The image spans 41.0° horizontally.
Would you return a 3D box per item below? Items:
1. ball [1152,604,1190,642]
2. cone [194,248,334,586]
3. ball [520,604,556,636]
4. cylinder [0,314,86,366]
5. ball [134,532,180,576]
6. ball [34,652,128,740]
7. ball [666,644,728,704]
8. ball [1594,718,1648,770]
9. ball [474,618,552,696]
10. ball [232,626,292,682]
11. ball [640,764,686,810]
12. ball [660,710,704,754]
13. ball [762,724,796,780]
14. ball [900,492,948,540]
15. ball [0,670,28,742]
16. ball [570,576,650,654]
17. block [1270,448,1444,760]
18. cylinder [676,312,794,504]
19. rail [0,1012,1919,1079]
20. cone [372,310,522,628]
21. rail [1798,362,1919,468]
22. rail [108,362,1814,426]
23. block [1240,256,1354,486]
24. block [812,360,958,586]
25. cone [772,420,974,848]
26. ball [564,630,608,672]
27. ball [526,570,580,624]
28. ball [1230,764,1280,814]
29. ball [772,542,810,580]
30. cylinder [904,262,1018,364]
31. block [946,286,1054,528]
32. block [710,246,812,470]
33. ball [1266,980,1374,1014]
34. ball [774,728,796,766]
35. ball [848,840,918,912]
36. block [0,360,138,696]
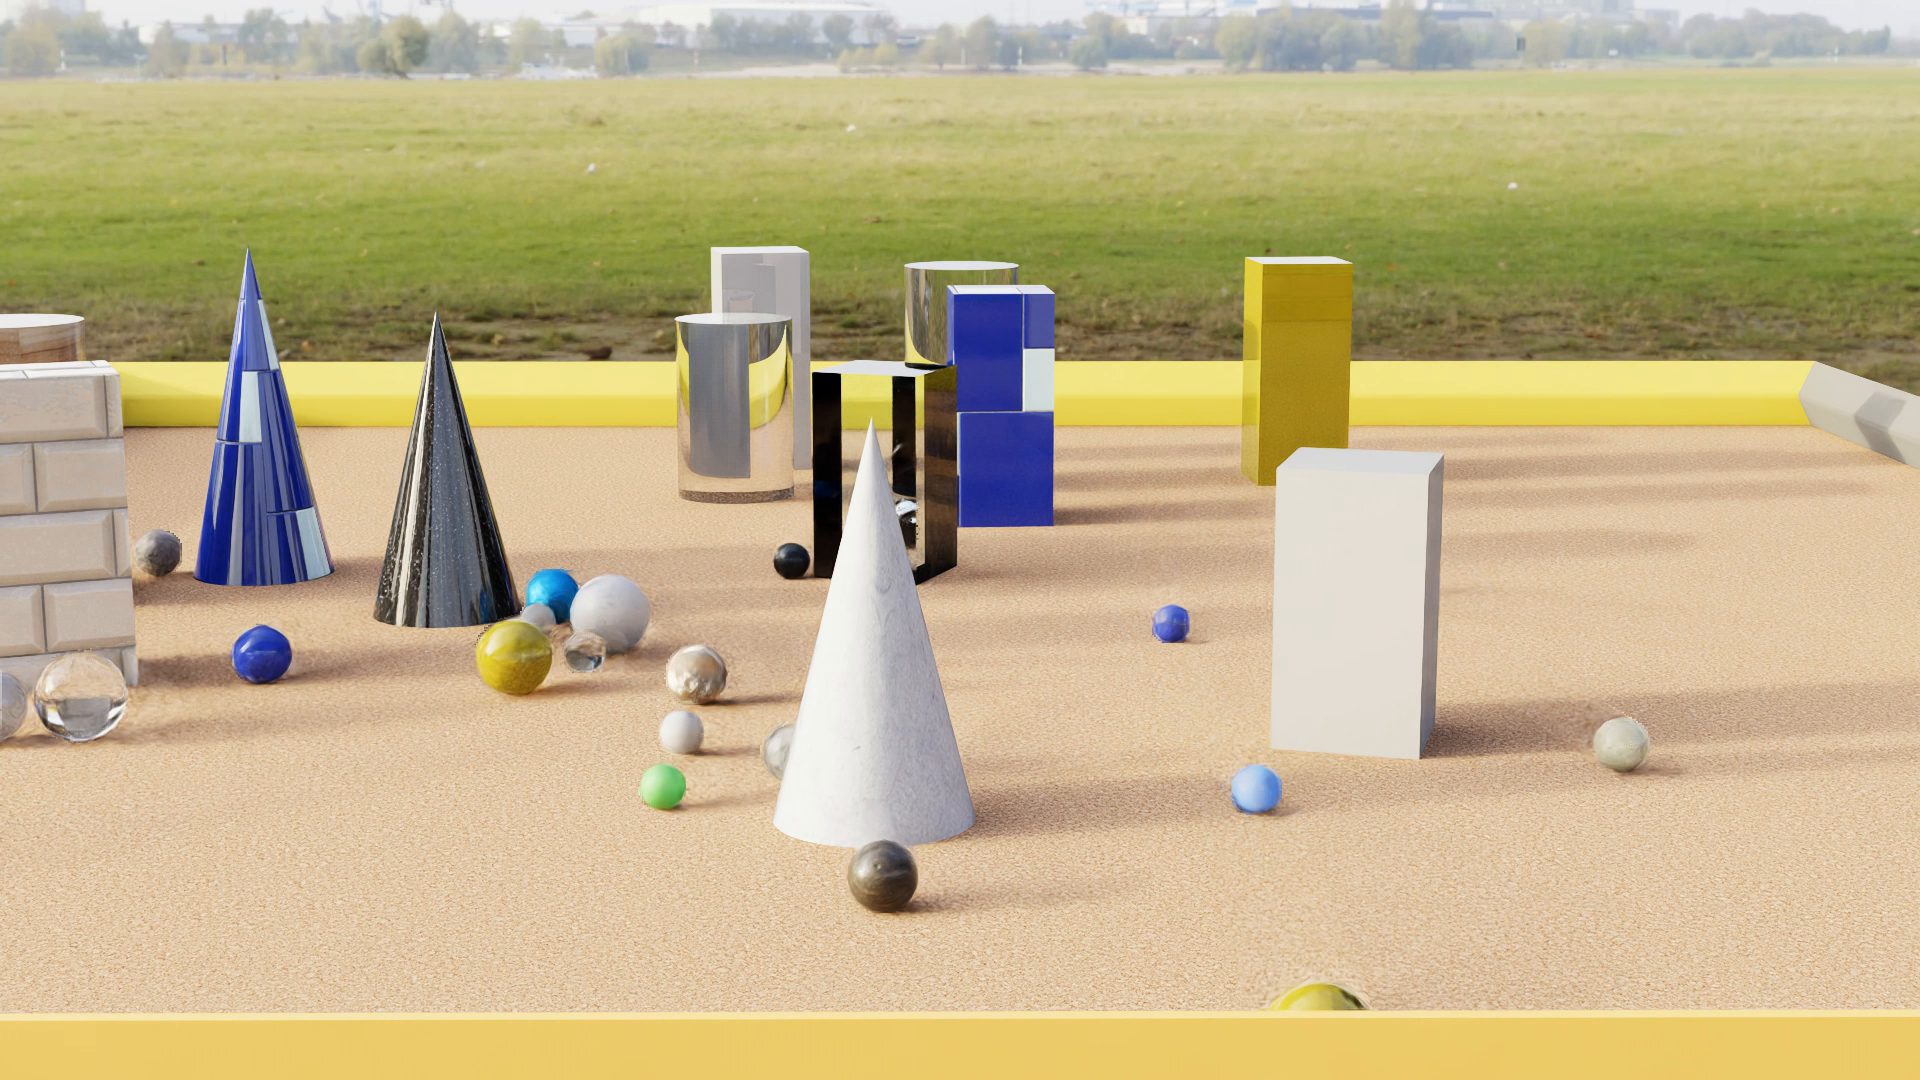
[{"bbox_3d":[0.271,0.106,3.280,0.049,0.049,0.049,0,10,0],"label":"ball"},{"bbox_3d":[-1.012,-0.186,3.690,0.199,0.475,0.199,0,10,0],"label":"cone"},{"bbox_3d":[-0.544,0.104,3.306,0.045,0.045,0.045,0,10,0],"label":"ball"},{"bbox_3d":[-1.294,-0.108,3.518,0.199,0.385,0.199,0,10,0],"label":"cylinder"},{"bbox_3d":[-1.160,0.019,3.708,0.064,0.064,0.064,0,10,0],"label":"ball"},{"bbox_3d":[-0.960,0.170,2.801,0.097,0.097,0.097,0,10,0],"label":"ball"},{"bbox_3d":[-0.303,0.155,2.959,0.069,0.069,0.069,0,10,0],"label":"ball"},{"bbox_3d":[0.691,0.214,2.682,0.055,0.055,0.055,0,10,0],"label":"ball"},{"bbox_3d":[-0.523,0.137,3.004,0.089,0.089,0.089,0,10,0],"label":"ball"},{"bbox_3d":[-0.833,0.136,3.065,0.069,0.069,0.069,0,10,0],"label":"ball"},{"bbox_3d":[-0.295,0.244,2.544,0.045,0.045,0.045,0,10,0],"label":"ball"},{"bbox_3d":[-0.297,0.206,2.747,0.047,0.047,0.047,0,10,0],"label":"ball"},{"bbox_3d":[-0.173,0.219,2.638,0.061,0.061,0.061,0,10,0],"label":"ball"},{"bbox_3d":[-0.056,-0.037,3.986,0.075,0.075,0.075,0,10,0],"label":"ball"},{"bbox_3d":[-1.057,0.180,2.791,0.082,0.082,0.082,0,10,0],"label":"ball"},{"bbox_3d":[-0.438,0.094,3.210,0.099,0.099,0.099,0,10,0],"label":"ball"},{"bbox_3d":[0.434,0.065,2.797,0.159,0.306,0.159,3,11,16],"label":"block"},{"bbox_3d":[-0.385,-0.228,4.386,0.199,0.303,0.199,0,10,0],"label":"cylinder"},{"bbox_3d":[0.010,0.362,1.671,3.520,0.129,0.045,0,10,0],"label":"rail"},{"bbox_3d":[-0.692,-0.104,3.426,0.199,0.410,0.199,0,10,0],"label":"cone"},{"bbox_3d":[1.736,0.031,3.459,0.045,0.129,3.663,0,10,0],"label":"rail"},{"bbox_3d":[-0.010,-0.295,5.226,3.520,0.129,0.045,0,10,0],"label":"rail"},{"bbox_3d":[0.595,-0.301,4.550,0.159,0.389,0.159,-1,11,-5],"label":"block"},{"bbox_3d":[-0.107,-0.100,3.713,0.159,0.298,0.159,4,11,21],"label":"block"},{"bbox_3d":[-0.084,0.077,2.481,0.199,0.397,0.199,0,10,0],"label":"cone"},{"bbox_3d":[-0.455,0.135,3.115,0.052,0.052,0.052,0,10,0],"label":"ball"},{"bbox_3d":[-0.537,0.075,3.384,0.072,0.072,0.072,0,10,0],"label":"ball"},{"bbox_3d":[0.291,0.245,2.530,0.049,0.049,0.049,0,10,0],"label":"ball"},{"bbox_3d":[-0.242,0.030,3.683,0.053,0.053,0.053,0,10,0],"label":"ball"},{"bbox_3d":[0.003,-0.286,4.477,0.199,0.385,0.199,0,10,0],"label":"cylinder"},{"bbox_3d":[0.064,-0.218,4.147,0.159,0.373,0.159,-1,11,-4],"label":"block"},{"bbox_3d":[-0.365,-0.334,4.709,0.159,0.395,0.159,-2,11,-12],"label":"block"},{"bbox_3d":[0.257,0.357,1.829,0.085,0.085,0.085,0,10,0],"label":"ball"},{"bbox_3d":[-0.174,0.219,2.692,0.041,0.041,0.041,0,10,0],"label":"ball"},{"bbox_3d":[-0.067,0.292,2.237,0.062,0.062,0.062,0,10,0],"label":"ball"},{"bbox_3d":[-1.084,-0.017,3.063,0.159,0.372,0.159,-5,11,-23],"label":"block"}]
